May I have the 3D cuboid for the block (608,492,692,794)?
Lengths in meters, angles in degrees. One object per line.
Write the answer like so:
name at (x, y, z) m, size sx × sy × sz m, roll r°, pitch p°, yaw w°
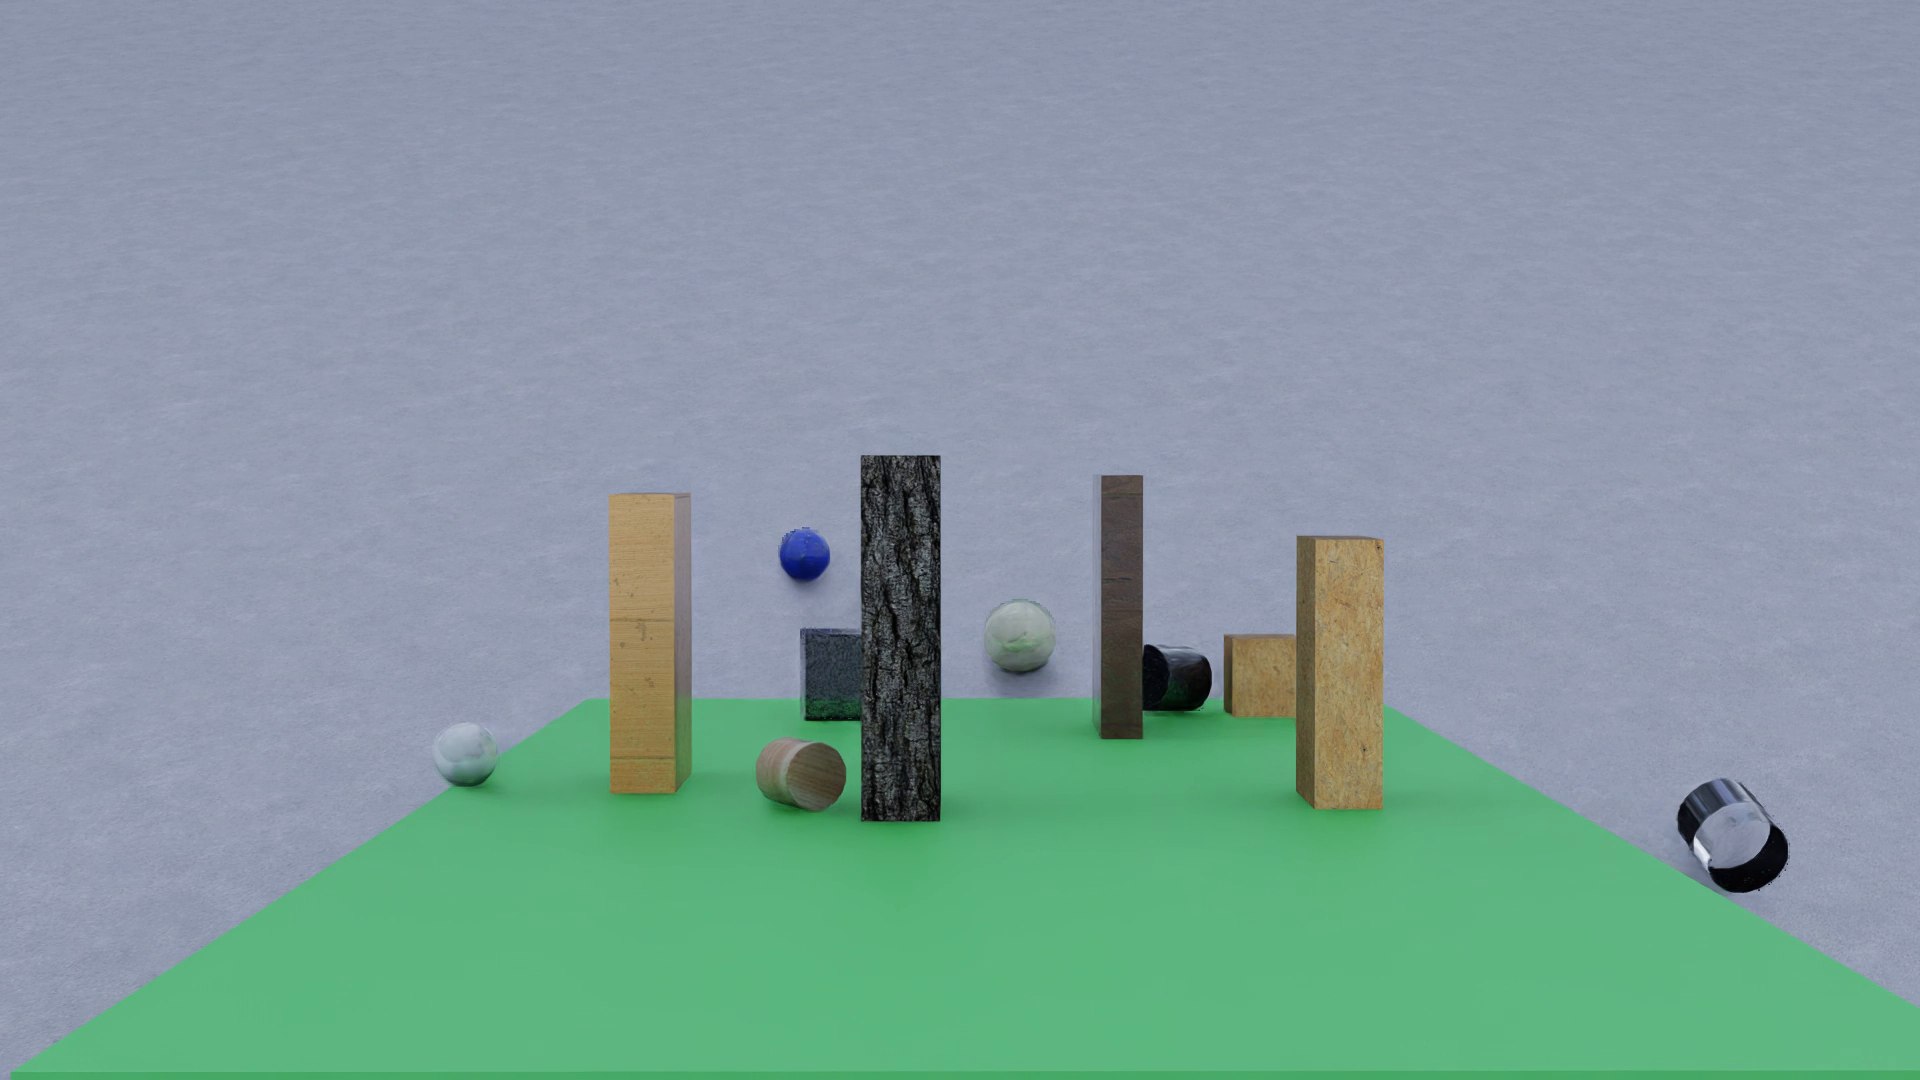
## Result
block at (-0.578, 0.184, 4.832) m, size 0.118 × 0.543 × 0.308 m, roll 0°, pitch 2°, yaw 0°

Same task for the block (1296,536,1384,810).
block at (0.673, 0.229, 4.584) m, size 0.118 × 0.468 × 0.248 m, roll 0°, pitch 2°, yaw 0°

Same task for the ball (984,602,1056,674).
ball at (0.159, 0.259, 6.849) m, size 0.194 × 0.194 × 0.194 m, roll 0°, pitch 25°, yaw 0°

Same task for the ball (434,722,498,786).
ball at (-0.916, 0.398, 4.782) m, size 0.119 × 0.119 × 0.119 m, roll 0°, pitch 25°, yaw 0°

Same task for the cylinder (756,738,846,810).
cylinder at (-0.279, 0.408, 4.501) m, size 0.117 × 0.117 × 0.117 m, roll -16°, pitch 10°, yaw -31°

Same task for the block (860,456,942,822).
block at (-0.100, 0.161, 4.453) m, size 0.132 × 0.614 × 0.285 m, roll 0°, pitch 2°, yaw 0°

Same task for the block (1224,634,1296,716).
block at (0.733, 0.323, 6.177) m, size 0.182 × 0.182 × 0.182 m, roll 0°, pitch 2°, yaw 0°

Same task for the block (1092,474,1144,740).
block at (0.351, 0.141, 5.760) m, size 0.090 × 0.572 × 0.356 m, roll 0°, pitch 2°, yaw 0°

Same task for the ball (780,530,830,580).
ball at (-0.443, 0.043, 7.370) m, size 0.147 × 0.147 × 0.147 m, roll 0°, pitch 25°, yaw 0°

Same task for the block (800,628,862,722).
block at (-0.270, 0.317, 6.083) m, size 0.201 × 0.201 × 0.201 m, roll 0°, pitch 2°, yaw -7°

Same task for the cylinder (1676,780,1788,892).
cylinder at (1.781, 0.682, 5.945) m, size 0.190 × 0.190 × 0.190 m, roll -3°, pitch 25°, yaw -6°

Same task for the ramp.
ramp at (0.057, 0.515, 4.555) m, size 2.000 × 0.100 × 4.000 m, roll 0°, pitch 2°, yaw 0°

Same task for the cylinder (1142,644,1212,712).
cylinder at (0.492, 0.330, 6.153) m, size 0.155 × 0.155 × 0.155 m, roll 5°, pitch 15°, yaw -44°
